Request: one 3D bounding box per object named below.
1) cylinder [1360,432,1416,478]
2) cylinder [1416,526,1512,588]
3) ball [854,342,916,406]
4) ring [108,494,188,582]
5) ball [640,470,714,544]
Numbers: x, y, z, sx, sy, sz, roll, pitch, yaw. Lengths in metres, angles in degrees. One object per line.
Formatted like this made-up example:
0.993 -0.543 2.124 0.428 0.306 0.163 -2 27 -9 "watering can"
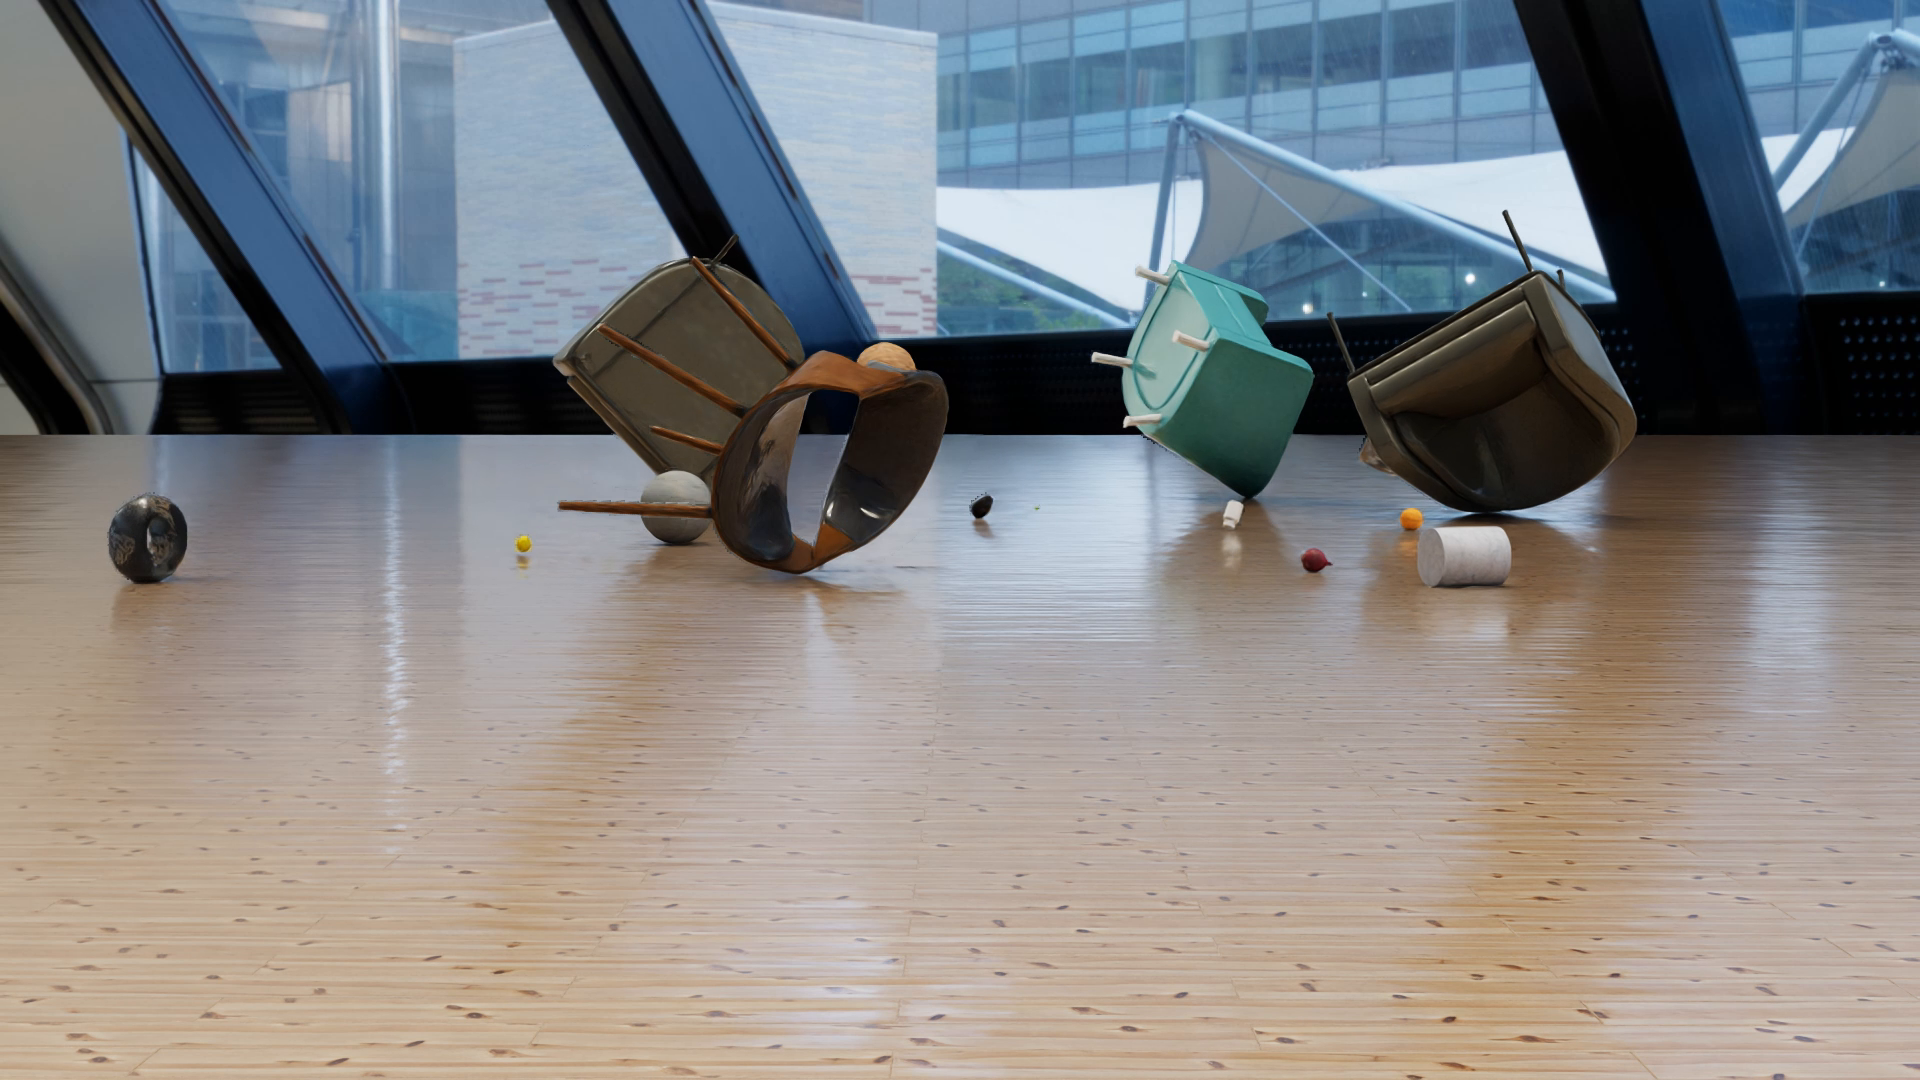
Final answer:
1.652 -0.325 8.491 0.201 0.105 0.135 27 17 22 "cylinder"
1.146 0.038 5.003 0.166 0.136 0.136 -1 -24 -15 "cylinder"
-0.271 -0.602 7.971 0.228 0.228 0.228 0 4 0 "ball"
-1.896 -0.002 5.136 0.105 0.212 0.183 -4 -20 28 "ring"
-0.820 -0.095 6.369 0.213 0.213 0.213 0 4 0 "ball"
